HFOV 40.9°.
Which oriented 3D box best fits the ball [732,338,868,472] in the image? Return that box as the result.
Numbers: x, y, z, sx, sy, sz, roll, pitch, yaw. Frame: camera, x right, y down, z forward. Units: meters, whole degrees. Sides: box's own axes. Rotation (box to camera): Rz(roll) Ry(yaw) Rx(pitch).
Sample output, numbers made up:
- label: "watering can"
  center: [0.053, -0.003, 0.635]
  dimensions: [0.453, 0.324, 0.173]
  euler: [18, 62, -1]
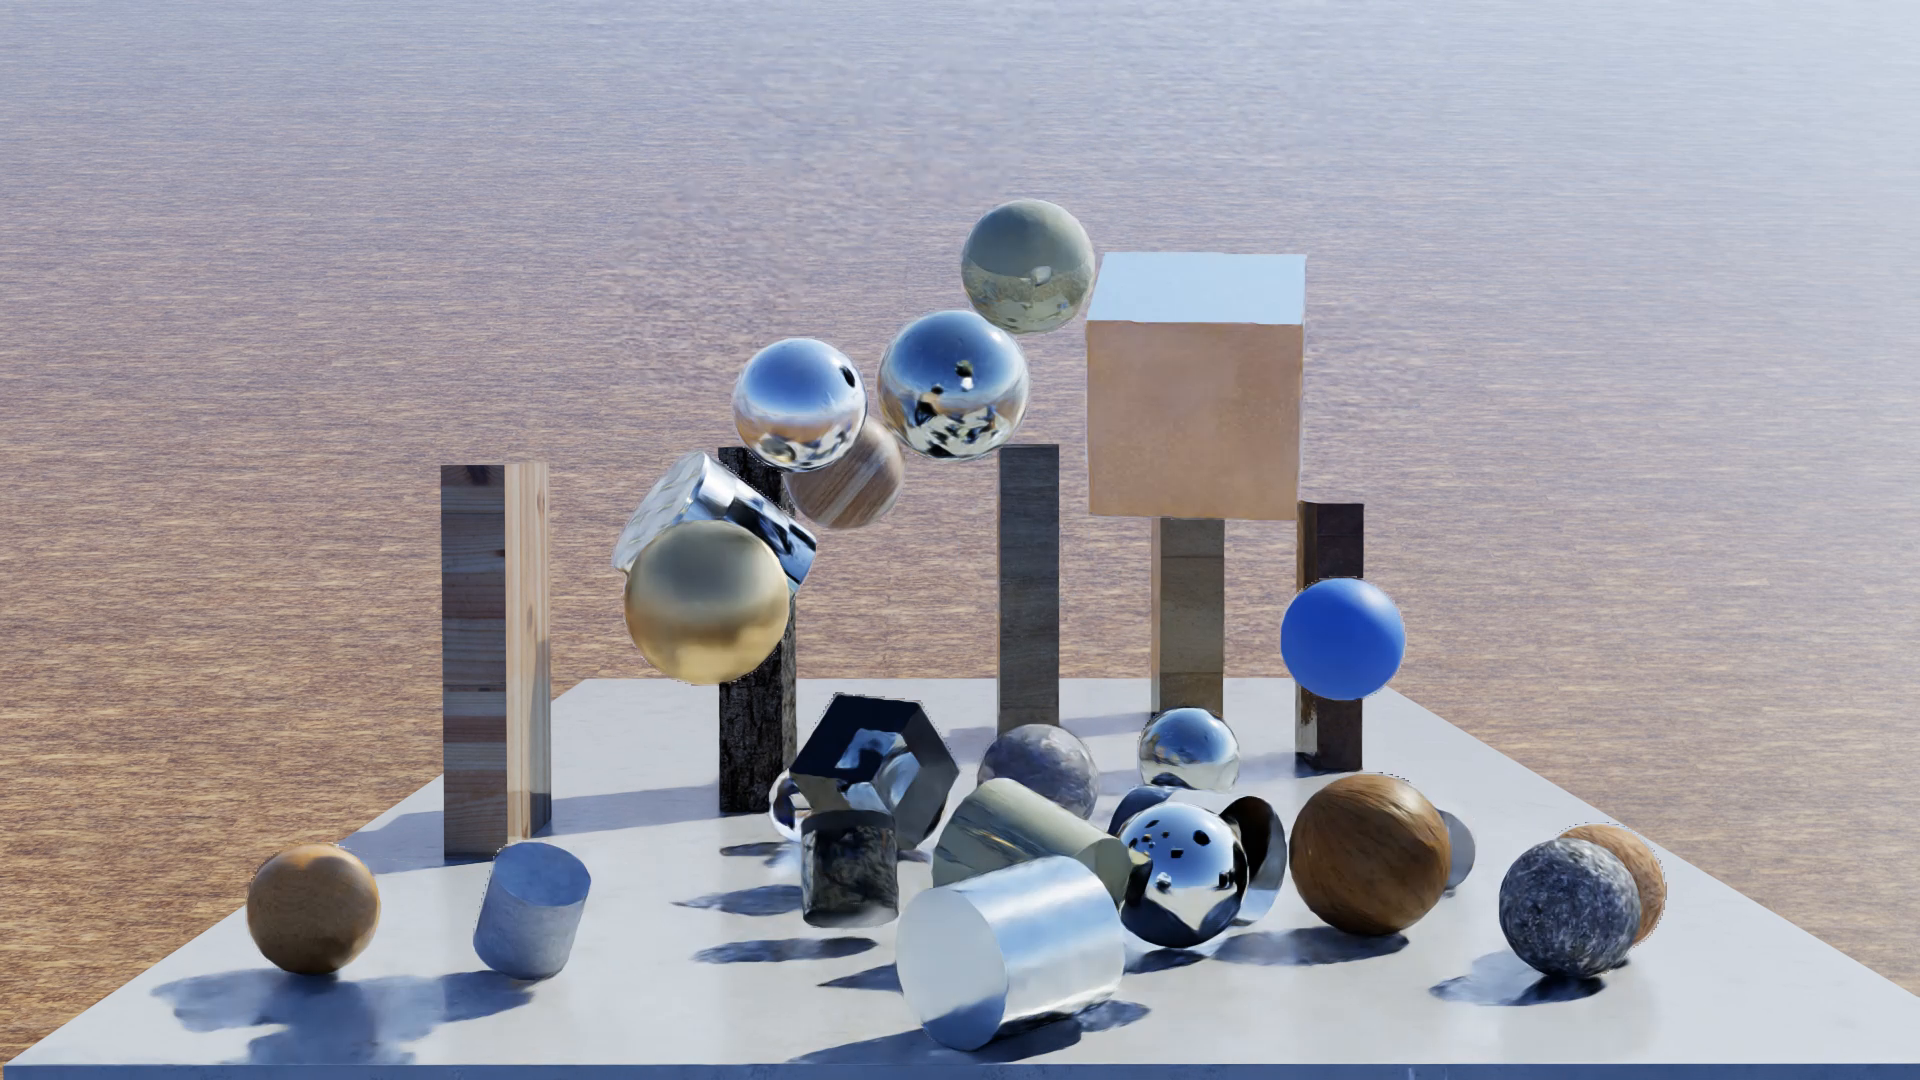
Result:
- label: "ball"
  center: [-0.175, -0.147, 2.805]
  dimensions: [0.147, 0.147, 0.147]
  euler: [0, 23, 0]

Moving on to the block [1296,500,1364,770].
- label: "block"
  center: [0.699, 0.173, 4.877]
  dimensions: [0.085, 0.493, 0.284]
  euler: [0, 2, 0]

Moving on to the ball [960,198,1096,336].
- label: "ball"
  center: [0.076, -0.305, 2.879]
  dimensions: [0.152, 0.152, 0.152]
  euler: [0, 23, 0]

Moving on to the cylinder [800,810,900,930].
- label: "cylinder"
  center: [-0.135, 0.404, 3.156]
  dimensions: [0.117, 0.117, 0.117]
  euler: [-2, 67, -4]

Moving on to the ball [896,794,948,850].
- label: "ball"
  center: [-0.101, 0.377, 3.824]
  dimensions: [0.169, 0.169, 0.169]
  euler: [0, 23, 0]

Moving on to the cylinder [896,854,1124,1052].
- label: "cylinder"
  center: [0.051, 0.422, 2.646]
  dimensions: [0.167, 0.167, 0.167]
  euler: [-9, 23, -42]

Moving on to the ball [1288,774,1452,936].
- label: "ball"
  center: [0.507, 0.390, 3.187]
  dimensions: [0.200, 0.200, 0.200]
  euler: [0, 23, 0]

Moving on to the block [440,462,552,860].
- label: "block"
  center: [-0.707, 0.171, 3.950]
  dimensions: [0.093, 0.576, 0.408]
  euler: [0, 2, 0]

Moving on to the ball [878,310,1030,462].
- label: "ball"
  center: [-0.008, -0.193, 3.217]
  dimensions: [0.191, 0.191, 0.191]
  euler: [0, 23, 0]

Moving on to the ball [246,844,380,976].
- label: "ball"
  center: [-0.744, 0.425, 2.962]
  dimensions: [0.151, 0.151, 0.151]
  euler: [0, 23, 0]

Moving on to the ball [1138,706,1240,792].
- label: "ball"
  center: [0.379, 0.361, 4.266]
  dimensions: [0.169, 0.169, 0.169]
  euler: [0, 23, 0]

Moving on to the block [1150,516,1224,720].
- label: "block"
  center: [0.496, 0.128, 5.625]
  dimensions: [0.137, 0.521, 0.247]
  euler: [0, 2, 0]

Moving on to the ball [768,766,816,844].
- label: "ball"
  center: [-0.228, 0.399, 3.895]
  dimensions: [0.125, 0.125, 0.125]
  euler: [0, 23, 0]

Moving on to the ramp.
- label: "ramp"
  center: [0.053, 0.484, 4.539]
  dimensions: [2.000, 0.100, 4.000]
  euler: [0, 2, 0]

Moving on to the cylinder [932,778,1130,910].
- label: "cylinder"
  center: [0.084, 0.390, 3.031]
  dimensions: [0.166, 0.166, 0.166]
  euler: [27, 34, 35]

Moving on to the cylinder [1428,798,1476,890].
- label: "cylinder"
  center: [0.652, 0.418, 3.541]
  dimensions: [0.114, 0.114, 0.114]
  euler: [5, 3, 12]

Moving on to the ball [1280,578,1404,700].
- label: "ball"
  center: [0.443, 0.115, 2.984]
  dimensions: [0.143, 0.143, 0.143]
  euler: [0, 23, 0]

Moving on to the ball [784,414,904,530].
- label: "ball"
  center: [-0.136, -0.082, 3.017]
  dimensions: [0.141, 0.141, 0.141]
  euler: [0, 23, 0]

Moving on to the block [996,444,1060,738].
- label: "block"
  center: [0.134, 0.108, 5.154]
  dimensions: [0.115, 0.600, 0.384]
  euler: [0, 2, 0]

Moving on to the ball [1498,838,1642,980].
- label: "ball"
  center: [0.695, 0.420, 2.938]
  dimensions: [0.160, 0.160, 0.160]
  euler: [0, 23, 0]

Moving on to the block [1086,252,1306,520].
- label: "block"
  center: [0.228, -0.150, 2.454]
  dimensions: [0.194, 0.194, 0.194]
  euler: [2, 25, 8]

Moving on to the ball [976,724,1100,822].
- label: "ball"
  center: [0.117, 0.369, 3.879]
  dimensions: [0.185, 0.185, 0.185]
  euler: [0, 23, 0]

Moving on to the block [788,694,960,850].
- label: "block"
  center: [-0.116, 0.318, 3.532]
  dimensions: [0.143, 0.143, 0.143]
  euler: [3, 47, 36]

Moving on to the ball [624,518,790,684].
- label: "ball"
  center: [-0.274, 0.067, 2.784]
  dimensions: [0.179, 0.179, 0.179]
  euler: [0, 23, 0]

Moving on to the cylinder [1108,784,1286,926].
- label: "cylinder"
  center: [0.303, 0.403, 3.303]
  dimensions: [0.165, 0.165, 0.165]
  euler: [2, 18, 46]

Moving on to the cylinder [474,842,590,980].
- label: "cylinder"
  center: [-0.489, 0.424, 2.941]
  dimensions: [0.111, 0.111, 0.111]
  euler: [15, 30, -9]

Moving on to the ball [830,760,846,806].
- label: "ball"
  center: [-0.151, 0.396, 4.108]
  dimensions: [0.113, 0.113, 0.113]
  euler: [0, 23, 0]

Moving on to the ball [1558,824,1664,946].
- label: "ball"
  center: [0.763, 0.417, 3.079]
  dimensions: [0.154, 0.154, 0.154]
  euler: [0, 23, 0]

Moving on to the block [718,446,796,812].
- label: "block"
  center: [-0.345, 0.140, 4.411]
  dimensions: [0.103, 0.599, 0.371]
  euler: [0, 2, 0]

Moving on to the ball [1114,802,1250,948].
- label: "ball"
  center: [0.260, 0.404, 3.108]
  dimensions: [0.176, 0.176, 0.176]
  euler: [0, 23, 0]

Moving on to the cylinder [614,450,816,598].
- label: "cylinder"
  center: [-0.297, 0.012, 3.118]
  dimensions: [0.174, 0.174, 0.174]
  euler: [38, 14, -20]
